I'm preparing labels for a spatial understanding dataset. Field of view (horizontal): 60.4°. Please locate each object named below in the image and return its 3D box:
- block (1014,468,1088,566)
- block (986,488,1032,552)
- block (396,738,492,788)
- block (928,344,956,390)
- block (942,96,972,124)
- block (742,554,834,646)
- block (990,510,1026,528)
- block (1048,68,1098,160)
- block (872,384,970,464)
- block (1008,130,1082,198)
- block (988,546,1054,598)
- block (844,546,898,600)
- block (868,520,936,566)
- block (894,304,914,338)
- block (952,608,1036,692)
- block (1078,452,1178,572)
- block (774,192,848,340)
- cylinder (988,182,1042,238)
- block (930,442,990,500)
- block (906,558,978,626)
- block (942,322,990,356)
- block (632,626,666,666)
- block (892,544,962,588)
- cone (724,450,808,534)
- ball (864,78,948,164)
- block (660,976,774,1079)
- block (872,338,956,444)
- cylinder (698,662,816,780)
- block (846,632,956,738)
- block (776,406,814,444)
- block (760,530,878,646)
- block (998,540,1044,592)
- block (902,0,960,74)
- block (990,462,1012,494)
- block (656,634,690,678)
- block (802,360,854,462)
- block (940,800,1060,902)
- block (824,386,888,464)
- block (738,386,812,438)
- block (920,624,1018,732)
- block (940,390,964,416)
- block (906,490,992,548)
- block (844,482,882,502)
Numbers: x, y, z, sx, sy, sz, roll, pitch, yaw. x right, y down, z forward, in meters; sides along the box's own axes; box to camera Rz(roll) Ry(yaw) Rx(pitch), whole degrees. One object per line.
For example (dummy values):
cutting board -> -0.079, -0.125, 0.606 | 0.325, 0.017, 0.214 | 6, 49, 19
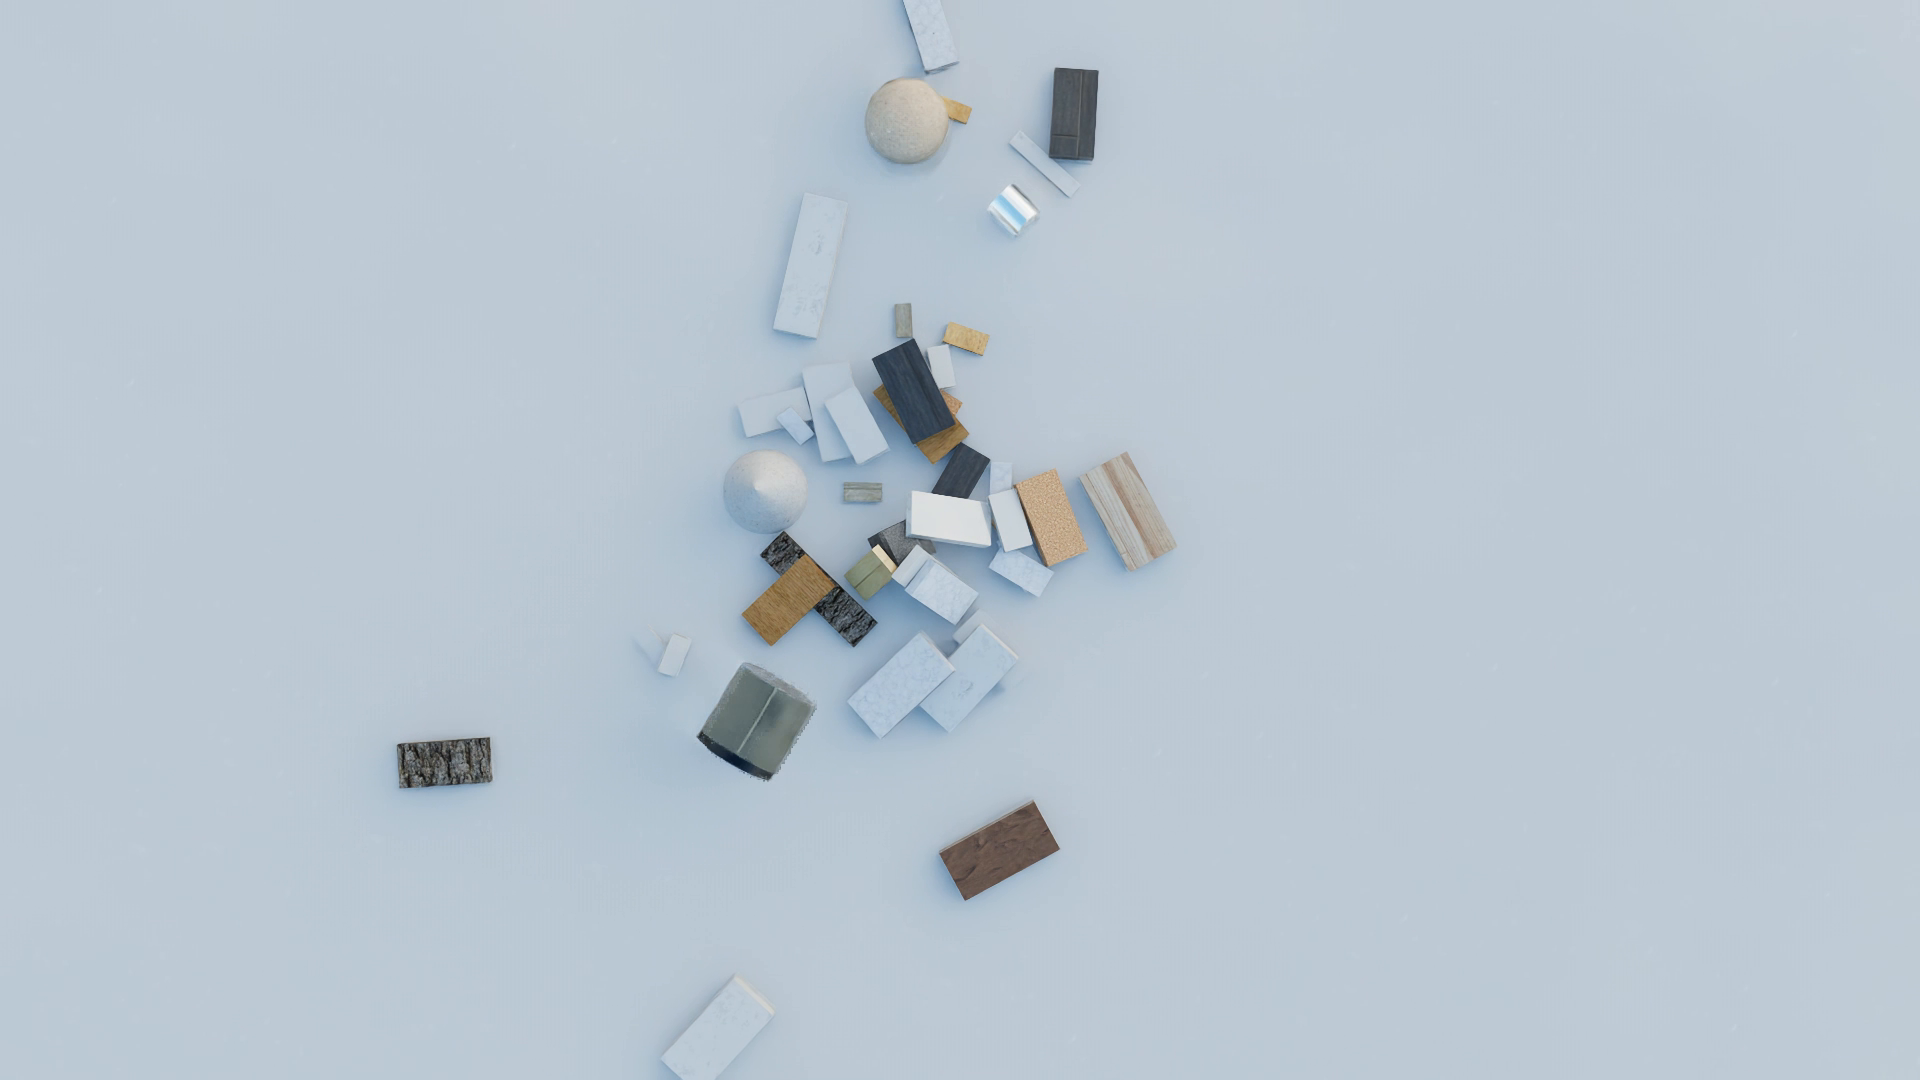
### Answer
block -> 0.300, -0.074, 5.464 | 0.146, 0.041, 0.293 | -22, 90, -12
block -> 0.164, -0.064, 5.443 | 0.097, 0.028, 0.194 | -15, 84, -13
block -> -1.712, 0.740, 5.479 | 0.298, 0.041, 0.145 | -4, 90, 0
block -> -0.062, -0.574, 5.479 | 0.071, 0.020, 0.141 | -10, 84, -6
block -> -0.022, -1.432, 5.492 | 0.112, 0.016, 0.056 | 22, 90, 0
block -> -0.568, 0.200, 5.454 | 0.291, 0.041, 0.145 | -43, 90, 10
block -> 0.177, -0.075, 5.473 | 0.143, 0.020, 0.072 | -39, 90, -14
block -> 0.378, -1.412, 5.471 | 0.146, 0.041, 0.293 | 3, 88, -2
block -> -0.128, -0.420, 5.462 | 0.156, 0.044, 0.311 | -40, 92, 7
block -> 0.283, -1.251, 5.492 | 0.273, 0.016, 0.056 | 42, 90, 0
block -> 0.202, 0.099, 5.459 | 0.194, 0.028, 0.097 | 31, 90, 0
block -> -0.289, 0.109, 5.400 | 0.113, 0.226, 0.032 | 50, 53, 0
block -> -0.191, 0.018, 5.406 | 0.140, 0.140, 0.140 | -26, 90, -26
block -> -0.187, -0.731, 5.492 | 0.056, 0.016, 0.112 | -3, 90, 0
block -> 0.114, 0.364, 5.481 | 0.264, 0.037, 0.132 | 44, 90, 0
block -> 0.557, -0.094, 5.475 | 0.179, 0.051, 0.358 | -28, 90, 0
block -> -0.495, -0.910, 5.479 | 0.146, 0.041, 0.461 | 13, 90, 0
cylinder -> 0.179, -1.088, 5.437 | 0.126, 0.126, 0.126 | -44, 90, 0
block -> -0.006, -0.196, 5.484 | 0.116, 0.033, 0.232 | 30, 90, 0
block -> -0.057, 0.170, 5.389 | 0.132, 0.264, 0.037 | -53, 48, 0
block -> 0.021, -0.671, 5.490 | 0.141, 0.020, 0.071 | 20, 90, 0
block -> -1.025, 0.351, 5.491 | 0.063, 0.018, 0.125 | -40, 90, 0
block -> -0.107, 0.124, 5.383 | 0.132, 0.264, 0.037 | -51, 53, 0
cone -> -0.648, -0.161, 5.358 | 0.285, 0.285, 0.285 | 0, 90, 0
ball -> -0.173, -1.363, 5.364 | 0.272, 0.272, 0.272 | 0, 90, 0
block -> -0.804, 1.644, 5.475 | 0.179, 0.051, 0.358 | 43, 90, 0
block -> -0.151, -0.487, 5.412 | 0.156, 0.044, 0.311 | -25, 94, 6
cylinder -> -0.661, 0.586, 5.361 | 0.279, 0.279, 0.279 | 31, 90, 0
block -> -0.194, 0.480, 5.436 | 0.337, 0.048, 0.168 | -44, 82, 10
block -> -0.545, -0.381, 5.461 | 0.063, 0.018, 0.125 | -36, 115, 10
block -> -0.469, 0.163, 5.484 | 0.439, 0.032, 0.113 | 44, 90, 0
block -> 0.211, 0.066, 5.486 | 0.097, 0.028, 0.194 | -29, 90, 0
block -> -0.123, -1.775, 5.484 | 0.116, 0.033, 0.426 | -18, 90, 0
block -> 0.135, -0.187, 5.490 | 0.072, 0.020, 0.143 | 2, 90, 0
block -> -0.952, 0.382, 5.477 | 0.067, 0.019, 0.133 | 22, 90, -27
block -> -0.413, -0.426, 5.478 | 0.156, 0.044, 0.311 | -13, 90, 0
block -> 0.131, 1.029, 5.475 | 0.358, 0.051, 0.179 | -29, 90, 0
block -> -0.340, -0.378, 5.439 | 0.116, 0.033, 0.232 | -28, 90, 0
block -> -0.613, -0.425, 5.484 | 0.226, 0.032, 0.113 | -16, 90, 0
block -> 0.019, 0.456, 5.449 | 0.168, 0.048, 0.337 | 42, 99, 0
block -> -0.069, -0.463, 5.490 | 0.141, 0.020, 0.071 | 32, 90, 0
block -> -0.036, -0.067, 5.399 | 0.291, 0.041, 0.145 | 8, 73, -26
block -> -0.324, -0.160, 5.491 | 0.125, 0.018, 0.063 | 1, 90, 0
